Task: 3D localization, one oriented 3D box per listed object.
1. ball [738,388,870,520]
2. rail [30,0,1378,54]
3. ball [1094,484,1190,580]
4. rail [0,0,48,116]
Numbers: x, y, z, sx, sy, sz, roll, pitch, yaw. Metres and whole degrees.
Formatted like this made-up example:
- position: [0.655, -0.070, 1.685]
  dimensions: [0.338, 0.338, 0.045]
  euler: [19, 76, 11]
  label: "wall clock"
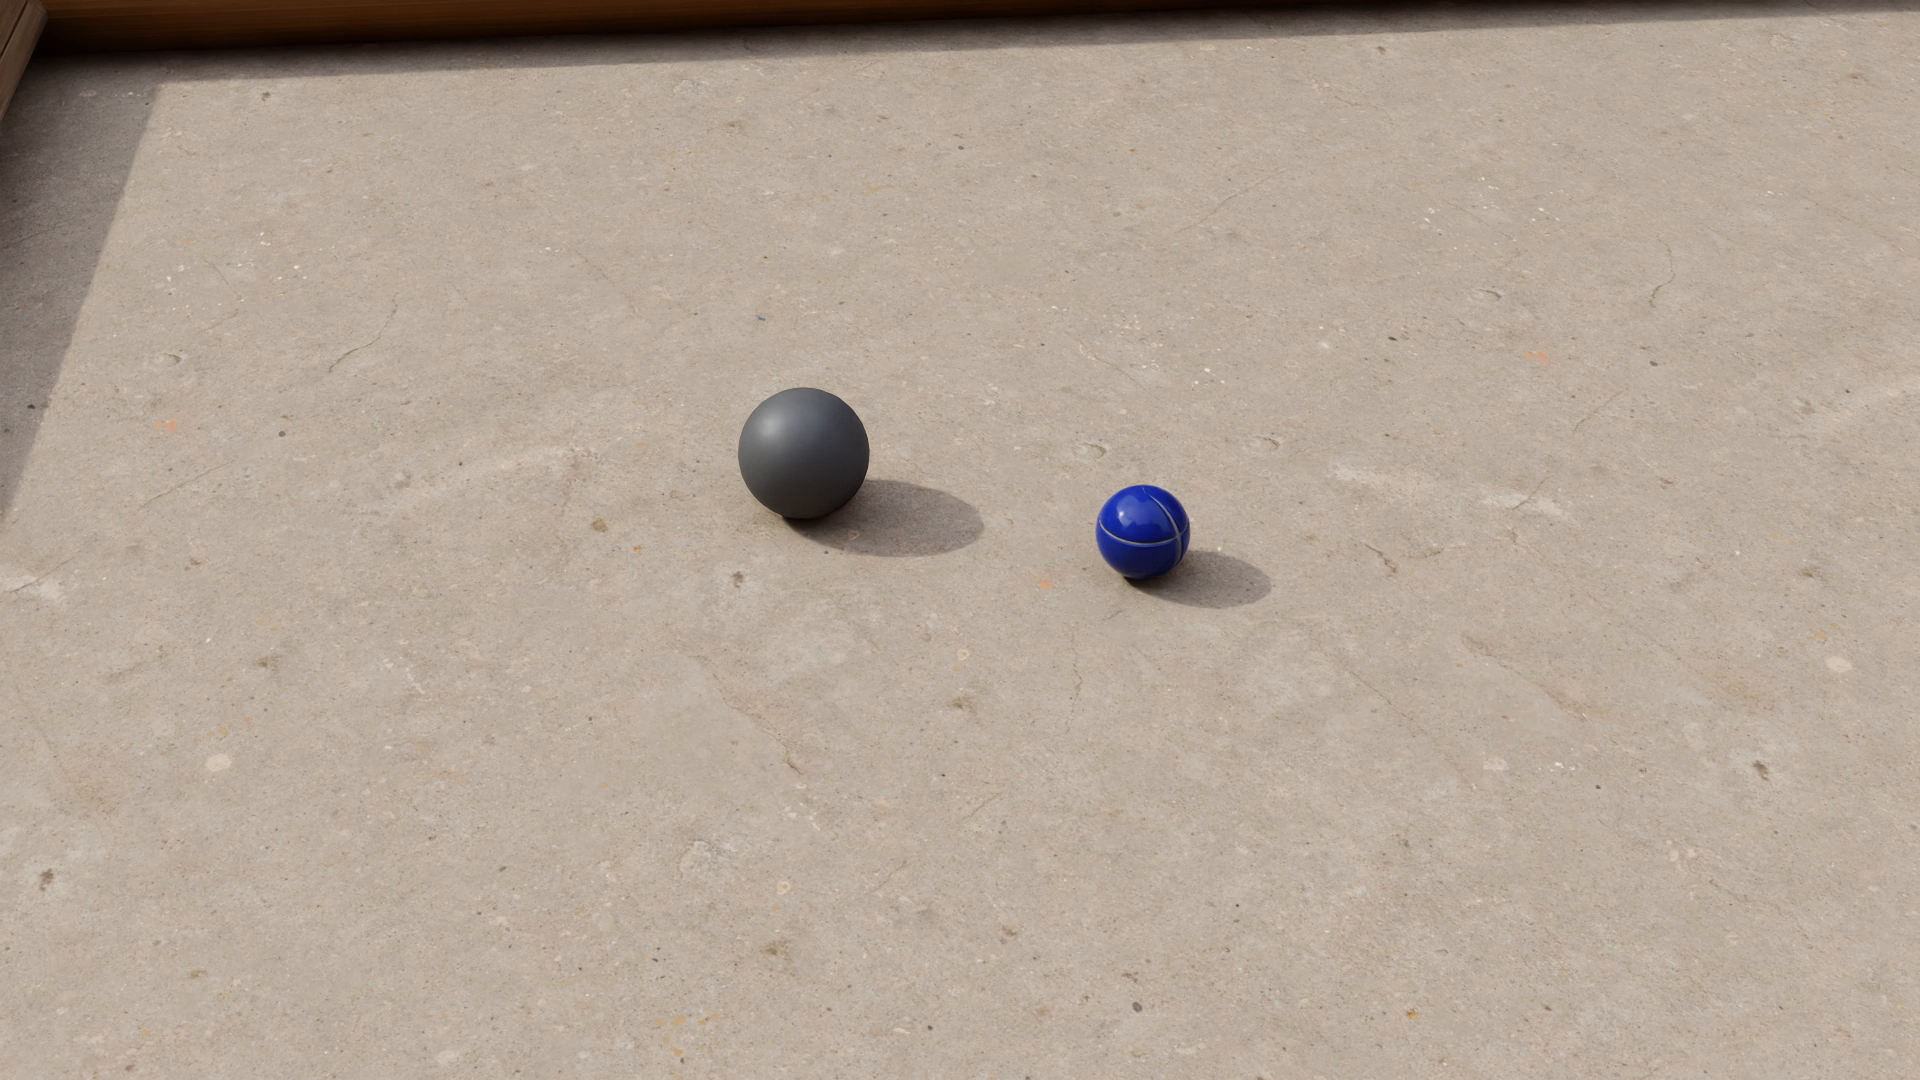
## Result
- position: [-0.105, -0.058, 1.724]
  dimensions: [0.089, 0.089, 0.089]
  euler: [0, 36, 0]
  label: "ball"
- position: [0.691, -0.559, 2.392]
  dimensions: [3.098, 0.115, 0.045]
  euler: [-3, 36, -4]
  label: "rail"
- position: [0.119, -0.005, 1.673]
  dimensions: [0.062, 0.062, 0.062]
  euler: [0, 36, 0]
  label: "ball"
- position: [-0.748, 0.024, 1.586]
  dimensions: [0.045, 0.115, 1.758]
  euler: [-3, 36, -4]
  label: "rail"
